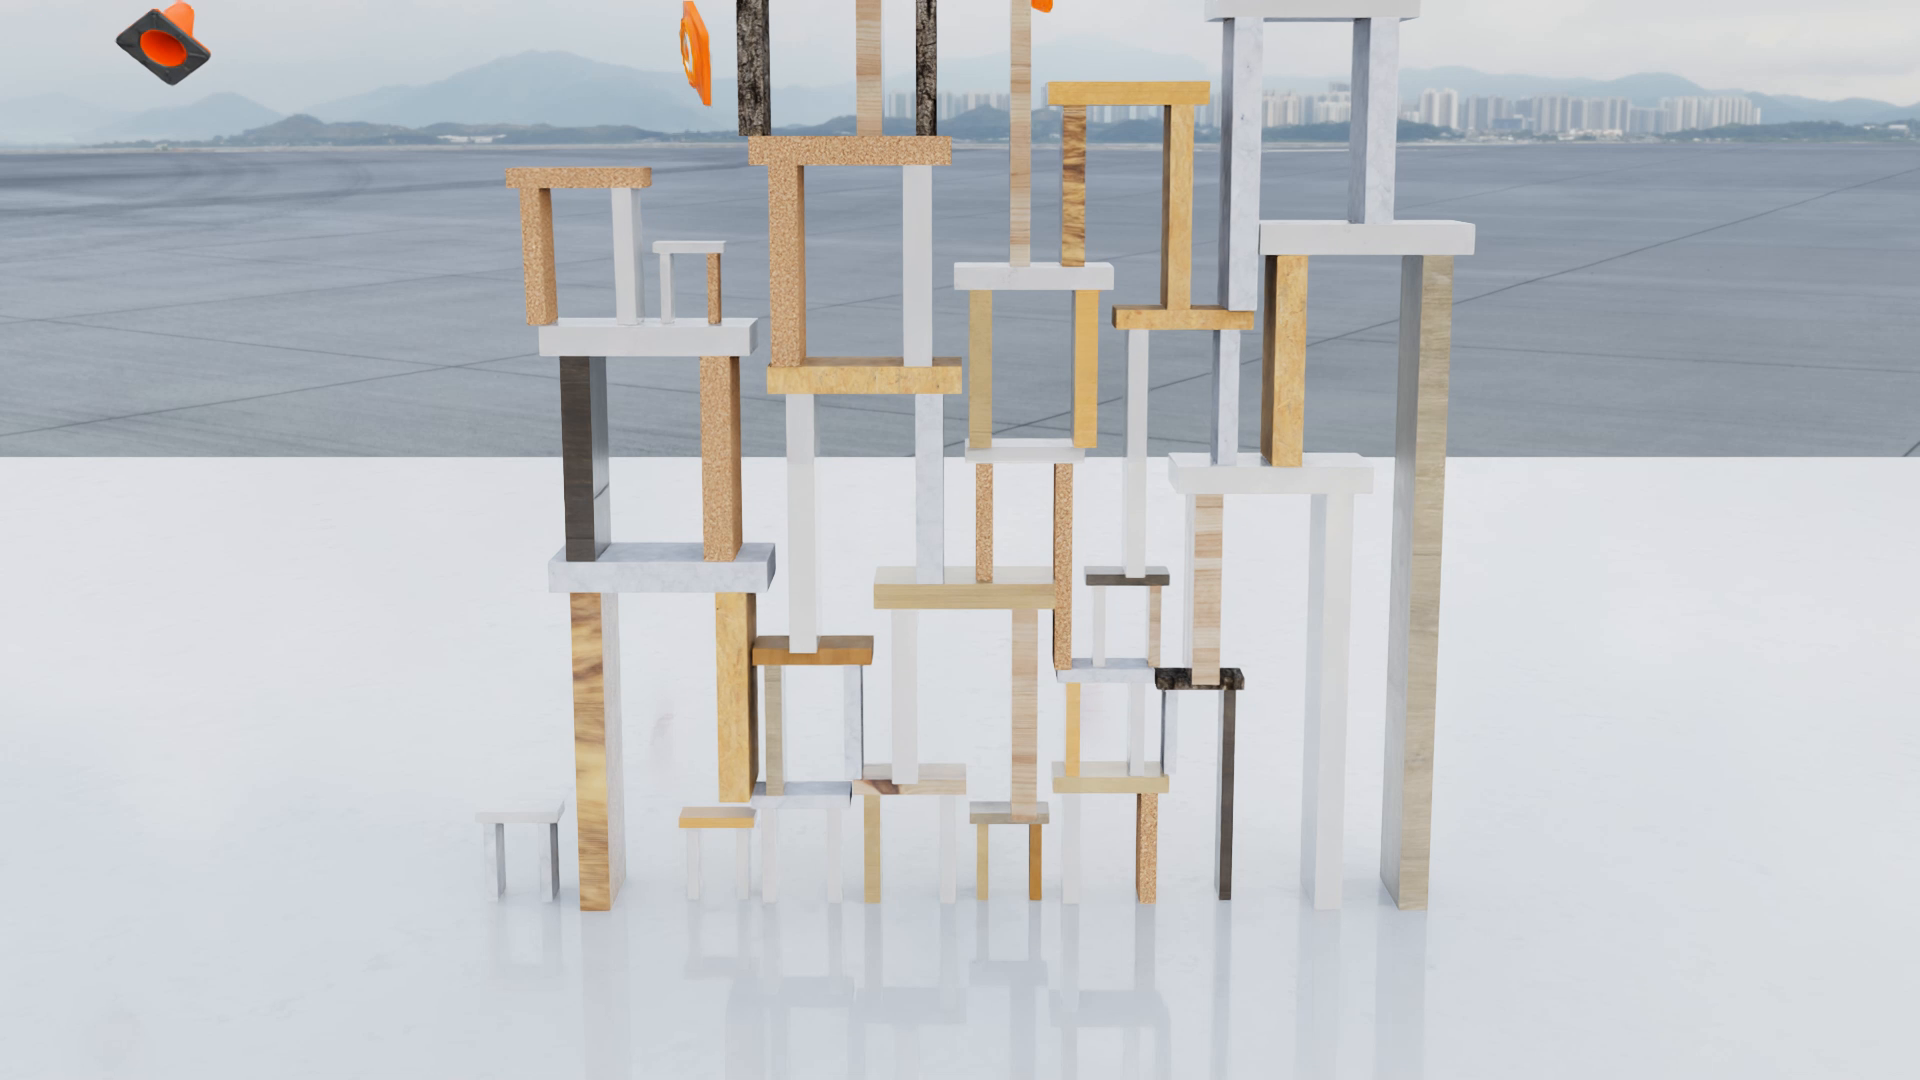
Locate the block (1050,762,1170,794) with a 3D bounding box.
[{"bbox_3d":[0.246,0.391,3.630,0.189,0.027,0.095,0,11,0],"label":"block"}]

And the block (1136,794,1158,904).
[{"bbox_3d":[0.309,0.497,3.650,0.027,0.189,0.095,0,11,0],"label":"block"}]

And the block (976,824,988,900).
[{"bbox_3d":[0.037,0.525,3.657,0.019,0.131,0.066,0,11,0],"label":"block"}]

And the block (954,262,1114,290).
[{"bbox_3d":[0.115,-0.418,3.484,0.248,0.035,0.124,0,11,0],"label":"block"}]

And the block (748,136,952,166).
[{"bbox_3d":[-0.169,-0.610,3.443,0.310,0.044,0.155,0,11,0],"label":"block"}]

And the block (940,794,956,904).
[{"bbox_3d":[-0.020,0.499,3.653,0.026,0.185,0.093,0,11,0],"label":"block"}]

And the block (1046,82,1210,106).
[{"bbox_3d":[0.259,-0.697,3.434,0.247,0.035,0.124,0,11,0],"label":"block"}]

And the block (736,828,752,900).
[{"bbox_3d":[-0.360,0.529,3.660,0.017,0.123,0.062,0,11,0],"label":"block"}]

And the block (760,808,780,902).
[{"bbox_3d":[-0.314,0.512,3.650,0.023,0.161,0.081,0,11,0],"label":"block"}]

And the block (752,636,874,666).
[{"bbox_3d":[-0.239,0.180,3.594,0.192,0.027,0.096,0,11,0],"label":"block"}]

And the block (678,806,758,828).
[{"bbox_3d":[-0.401,0.460,3.647,0.123,0.017,0.062,0,11,0],"label":"block"}]

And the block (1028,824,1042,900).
[{"bbox_3d":[0.125,0.525,3.657,0.019,0.131,0.066,0,11,0],"label":"block"}]

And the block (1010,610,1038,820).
[{"bbox_3d":[0.104,0.270,3.609,0.041,0.351,0.145,0,11,0],"label":"block"}]

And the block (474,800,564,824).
[{"bbox_3d":[-0.728,0.449,3.638,0.135,0.019,0.068,0,11,0],"label":"block"}]

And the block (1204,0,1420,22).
[{"bbox_3d":[0.542,-0.828,3.406,0.310,0.044,0.155,0,11,0],"label":"block"}]

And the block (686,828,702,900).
[{"bbox_3d":[-0.442,0.529,3.660,0.017,0.123,0.062,0,11,0],"label":"block"}]

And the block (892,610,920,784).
[{"bbox_3d":[-0.089,0.239,3.604,0.041,0.290,0.145,0,10,0],"label":"block"}]

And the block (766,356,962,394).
[{"bbox_3d":[-0.149,-0.264,3.510,0.304,0.043,0.152,0,11,0],"label":"block"}]

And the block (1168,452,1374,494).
[{"bbox_3d":[0.497,-0.108,3.542,0.310,0.044,0.155,0,11,0],"label":"block"}]

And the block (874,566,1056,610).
[{"bbox_3d":[0.007,0.077,3.573,0.290,0.041,0.145,0,11,0],"label":"block"}]

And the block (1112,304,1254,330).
[{"bbox_3d":[0.352,-0.354,3.488,0.214,0.030,0.107,0,11,0],"label":"block"}]

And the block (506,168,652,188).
[{"bbox_3d":[-0.597,-0.569,3.452,0.212,0.030,0.106,0,11,-1],"label":"block"}]

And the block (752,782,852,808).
[{"bbox_3d":[-0.261,0.421,3.634,0.161,0.023,0.081,0,11,0],"label":"block"}]

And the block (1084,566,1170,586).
[{"bbox_3d":[0.270,0.058,3.574,0.135,0.019,0.068,0,11,0],"label":"block"}]

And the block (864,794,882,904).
[{"bbox_3d":[-0.144,0.499,3.653,0.026,0.185,0.093,0,11,0],"label":"block"}]

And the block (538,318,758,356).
[{"bbox_3d":[-0.491,-0.324,3.500,0.327,0.046,0.163,0,11,0],"label":"block"}]

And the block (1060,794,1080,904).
[{"bbox_3d":[0.183,0.497,3.650,0.027,0.189,0.095,0,11,0],"label":"block"}]

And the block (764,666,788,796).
[{"bbox_3d":[-0.302,0.301,3.617,0.027,0.219,0.096,0,11,0],"label":"block"}]

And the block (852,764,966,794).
[{"bbox_3d":[-0.082,0.395,3.633,0.185,0.026,0.093,0,10,0],"label":"block"}]

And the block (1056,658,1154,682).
[{"bbox_3d":[0.236,0.213,3.594,0.157,0.022,0.079,0,11,0],"label":"block"}]

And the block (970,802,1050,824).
[{"bbox_3d":[0.081,0.452,3.643,0.131,0.019,0.066,0,11,0],"label":"block"}]

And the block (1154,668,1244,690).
[{"bbox_3d":[0.392,0.227,3.606,0.142,0.020,0.071,0,11,0],"label":"block"}]

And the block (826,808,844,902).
[{"bbox_3d":[-0.207,0.512,3.650,0.023,0.161,0.081,0,11,0],"label":"block"}]

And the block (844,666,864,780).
[{"bbox_3d":[-0.174,0.288,3.614,0.027,0.192,0.096,0,11,0],"label":"block"}]

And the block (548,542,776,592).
[{"bbox_3d":[-0.480,0.044,3.571,0.346,0.049,0.173,0,11,0],"label":"block"}]

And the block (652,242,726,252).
[{"bbox_3d":[-0.426,-0.463,3.473,0.111,0.016,0.055,0,11,0],"label":"block"}]

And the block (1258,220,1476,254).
[{"bbox_3d":[0.629,-0.479,3.474,0.331,0.047,0.166,0,11,0],"label":"block"}]

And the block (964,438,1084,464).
[{"bbox_3d":[0.103,-0.143,3.533,0.190,0.027,0.095,0,11,0],"label":"block"}]
